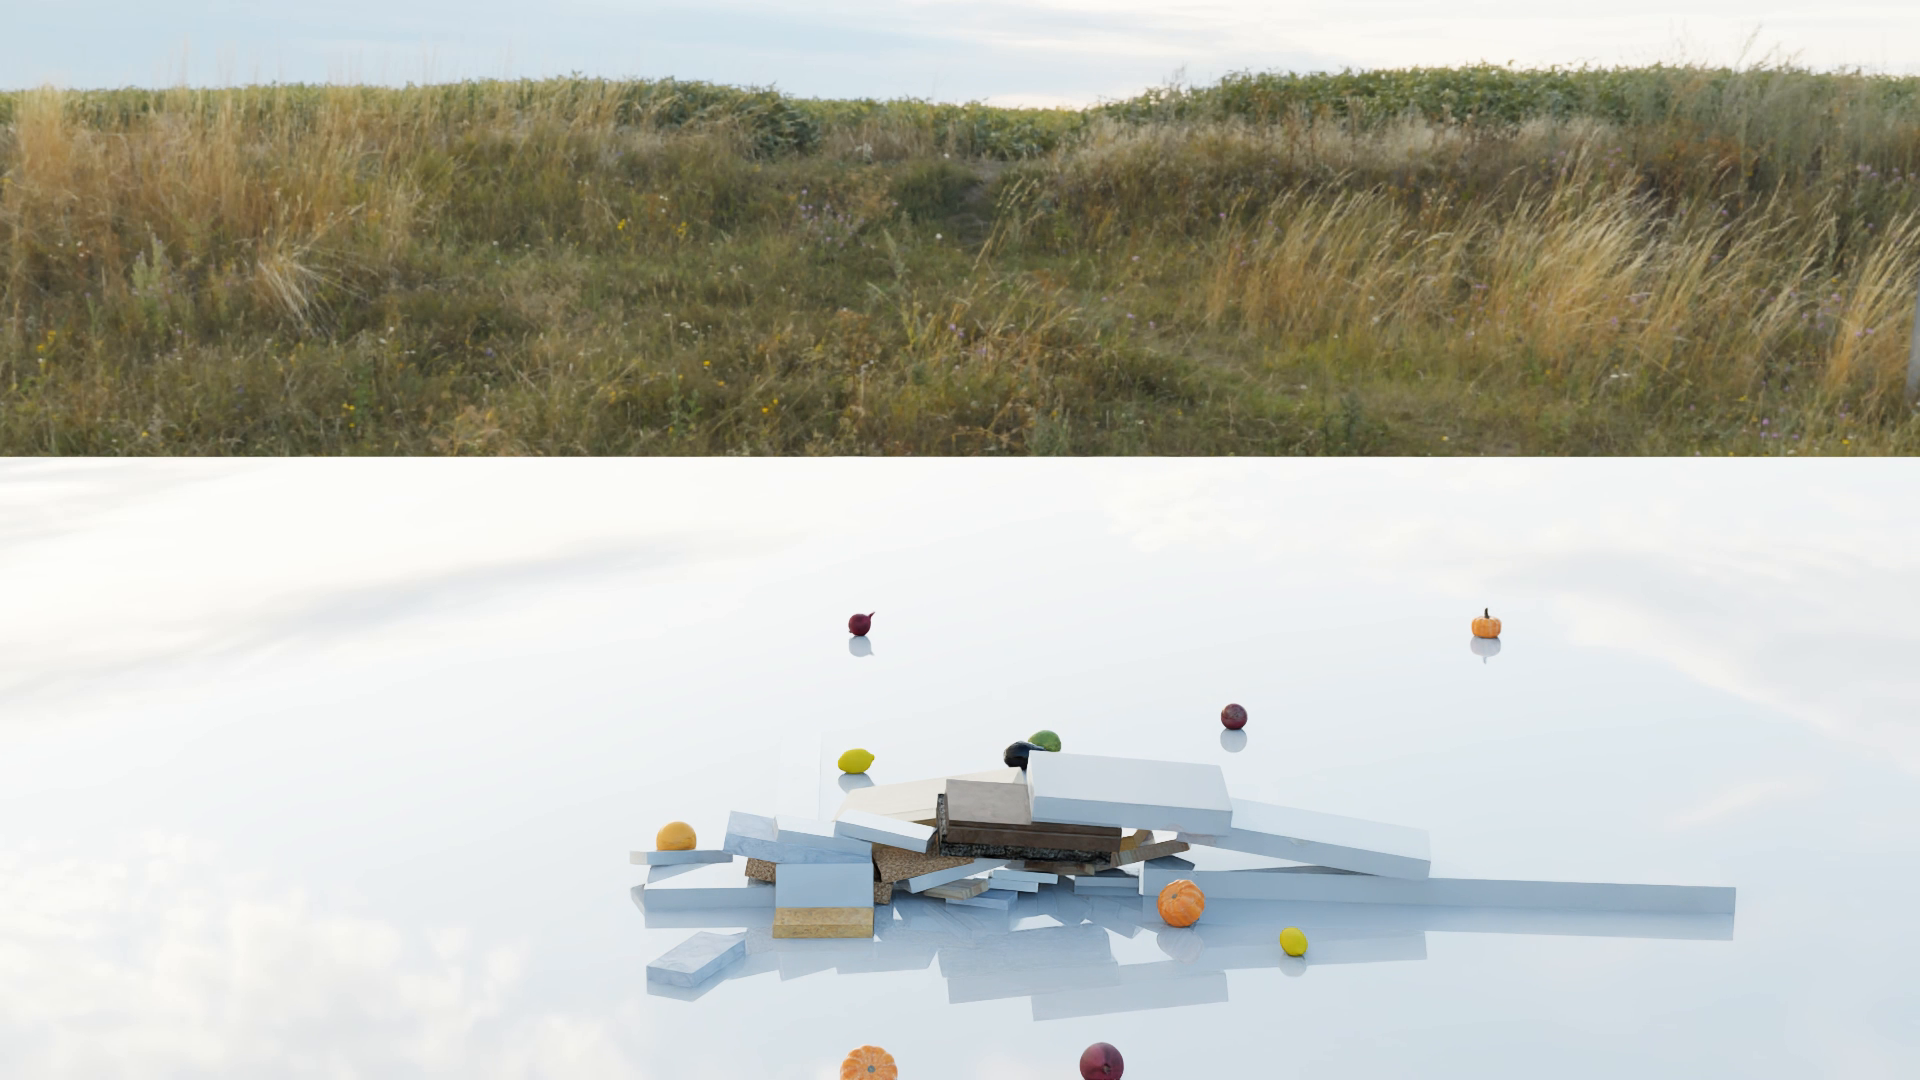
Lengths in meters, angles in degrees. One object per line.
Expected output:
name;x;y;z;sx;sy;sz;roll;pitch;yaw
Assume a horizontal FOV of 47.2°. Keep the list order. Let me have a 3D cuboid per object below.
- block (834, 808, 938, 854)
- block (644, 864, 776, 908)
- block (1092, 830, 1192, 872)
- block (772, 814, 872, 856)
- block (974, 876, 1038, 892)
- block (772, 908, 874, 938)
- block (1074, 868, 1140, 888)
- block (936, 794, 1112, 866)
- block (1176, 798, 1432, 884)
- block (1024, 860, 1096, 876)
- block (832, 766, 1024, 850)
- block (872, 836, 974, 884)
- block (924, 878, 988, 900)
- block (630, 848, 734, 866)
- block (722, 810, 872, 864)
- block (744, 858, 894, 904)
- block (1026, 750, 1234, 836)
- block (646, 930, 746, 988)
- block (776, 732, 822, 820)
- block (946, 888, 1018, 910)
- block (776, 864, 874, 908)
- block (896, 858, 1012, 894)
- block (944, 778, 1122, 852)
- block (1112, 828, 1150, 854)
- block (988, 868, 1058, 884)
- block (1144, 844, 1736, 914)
block;-0.123;0.482;3.649;0.157;0.022;0.078;11;9;11
block;-0.398;0.575;3.657;0.242;0.034;0.121;0;11;-2
block;0.309;0.519;3.735;0.175;0.025;0.088;-16;9;16
block;-0.229;0.488;3.642;0.157;0.022;0.078;10;10;-12
block;0.076;0.572;3.662;0.107;0.015;0.054;5;-5;4
block;-0.216;0.609;3.503;0.157;0.022;0.079;0;11;0
block;0.250;0.571;3.730;0.109;0.015;0.054;1;11;5
block;0.105;0.482;3.671;0.283;0.040;0.141;4;21;-5
block;0.574;0.494;3.676;0.413;0.040;0.141;9;15;8
block;0.167;0.551;3.705;0.109;0.015;0.054;-8;-26;41
block;-0.059;0.477;3.870;0.325;0.046;0.162;-10;18;18
block;-0.062;0.526;3.651;0.157;0.022;0.078;-12;21;-11
block;-0.008;0.573;3.616;0.054;0.015;0.107;-17;8;-37
block;-0.476;0.541;3.758;0.158;0.022;0.079;3;-7;-30
block;-0.269;0.506;3.654;0.242;0.034;0.121;11;10;-5
block;-0.233;0.548;3.665;0.242;0.034;0.121;12;10;-3
block;0.279;0.419;3.650;0.325;0.046;0.162;5;21;-3
block;-0.401;0.638;3.349;0.080;0.023;0.159;5;11;23
block;-0.311;0.470;4.252;0.080;0.023;0.661;-1;11;-3
block;0.036;0.589;3.634;0.107;0.015;0.054;4;11;18
block;-0.220;0.568;3.575;0.158;0.079;0.022;0;-22;-2
block;-0.013;0.546;3.679;0.178;0.025;0.088;-14;6;-18
block;0.118;0.455;3.634;0.283;0.040;0.141;4;21;-4
block;0.231;0.514;3.758;0.176;0.025;0.088;-14;9;24
block;0.105;0.561;3.682;0.109;0.015;0.054;6;-5;-7
block;0.789;0.562;3.692;0.958;0.046;0.162;1;11;5
